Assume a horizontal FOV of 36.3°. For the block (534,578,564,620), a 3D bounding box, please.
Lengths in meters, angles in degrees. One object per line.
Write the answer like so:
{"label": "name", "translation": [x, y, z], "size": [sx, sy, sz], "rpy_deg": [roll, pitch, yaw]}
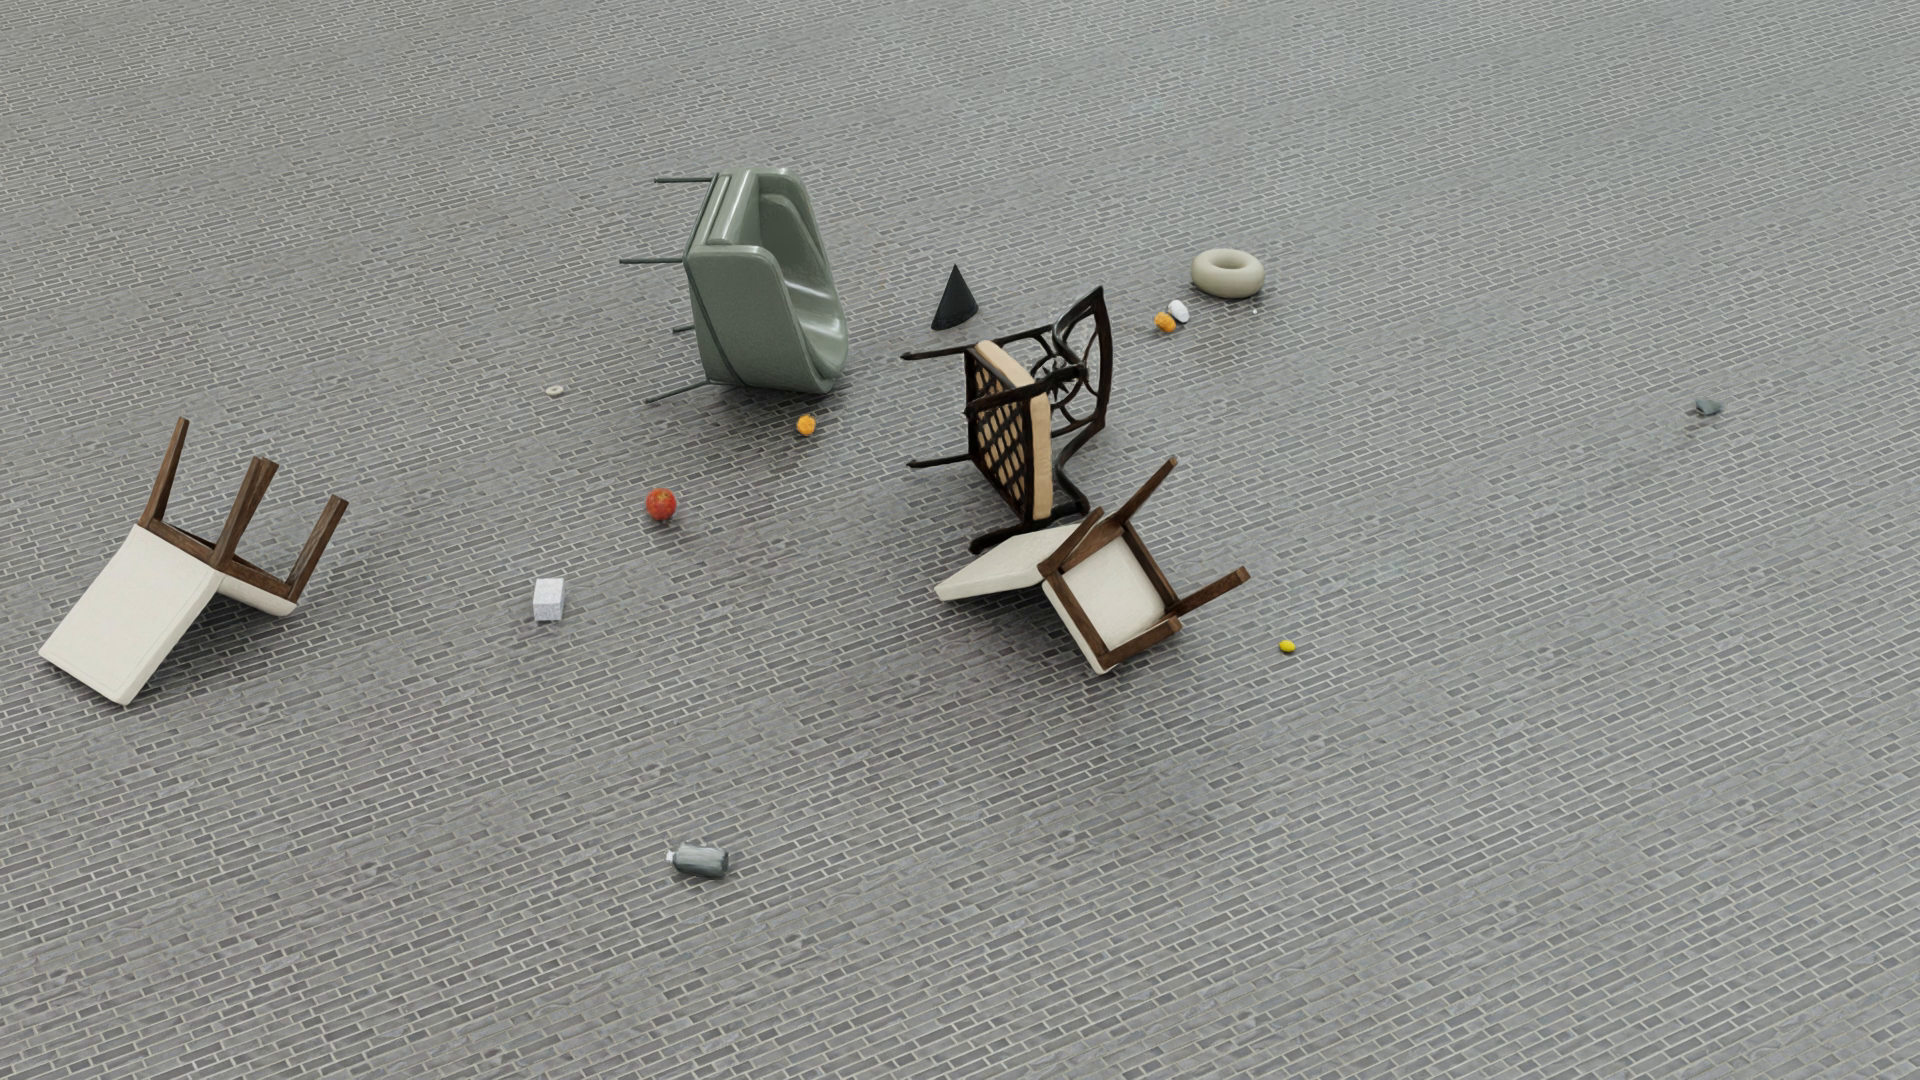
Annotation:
{"label": "block", "translation": [-1.479, 0.214, 10.553], "size": [0.096, 0.073, 0.156], "rpy_deg": [-1, 33, -2]}

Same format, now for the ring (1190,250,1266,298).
{"label": "ring", "translation": [1.147, -1.142, 12.559], "size": [0.330, 0.133, 0.262], "rpy_deg": [15, 38, 23]}

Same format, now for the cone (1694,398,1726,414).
{"label": "cone", "translation": [2.987, -0.522, 11.709], "size": [0.127, 0.070, 0.052], "rpy_deg": [14, 70, 23]}

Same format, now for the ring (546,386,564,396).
{"label": "ring", "translation": [-1.637, -0.603, 11.844], "size": [0.076, 0.018, 0.057], "rpy_deg": [-18, 36, -26]}

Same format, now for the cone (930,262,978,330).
{"label": "cone", "translation": [-0.021, -1.049, 12.301], "size": [0.115, 0.258, 0.286], "rpy_deg": [25, 41, 32]}
